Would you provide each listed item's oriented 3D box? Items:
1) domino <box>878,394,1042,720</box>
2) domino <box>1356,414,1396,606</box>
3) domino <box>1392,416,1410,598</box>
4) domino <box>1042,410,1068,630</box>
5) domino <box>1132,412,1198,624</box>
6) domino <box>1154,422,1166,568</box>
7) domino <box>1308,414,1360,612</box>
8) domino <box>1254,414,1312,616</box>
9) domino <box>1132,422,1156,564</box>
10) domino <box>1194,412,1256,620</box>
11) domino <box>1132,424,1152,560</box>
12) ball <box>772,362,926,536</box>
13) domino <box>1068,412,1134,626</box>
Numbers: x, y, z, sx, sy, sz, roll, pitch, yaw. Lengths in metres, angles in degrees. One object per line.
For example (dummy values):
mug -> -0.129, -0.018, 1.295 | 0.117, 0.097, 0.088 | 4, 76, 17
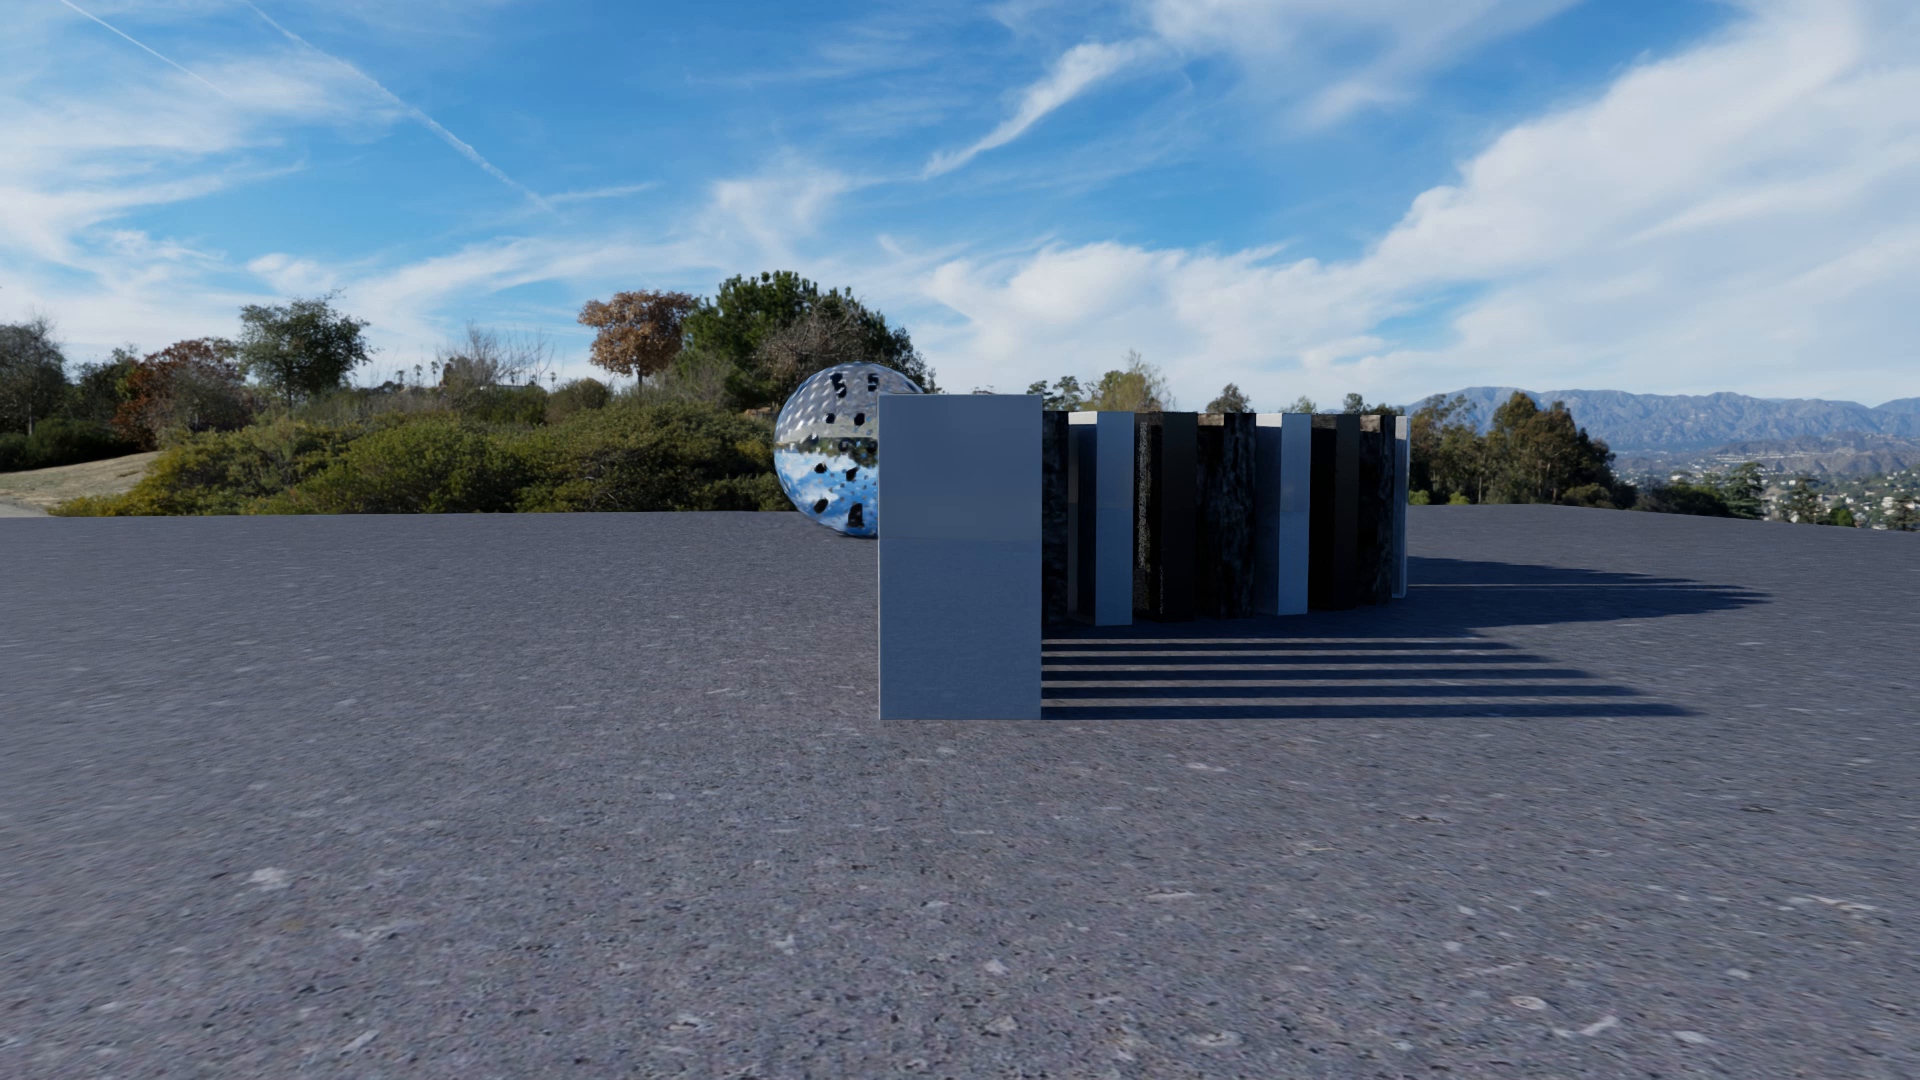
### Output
domino -> 0.000, 0.002, 0.201 | 0.025, 0.050, 0.009 | 0, 4, 0
domino -> 0.104, -0.009, 0.348 | 0.025, 0.050, 0.009 | 4, 6, 43
domino -> 0.113, -0.010, 0.362 | 0.025, 0.050, 0.009 | 2, 5, 24
domino -> 0.017, -0.005, 0.306 | 0.009, 0.050, 0.025 | -1, 4, -18
domino -> 0.047, -0.006, 0.316 | 0.009, 0.050, 0.025 | -2, 5, -21
domino -> 0.080, -0.016, 0.449 | 0.025, 0.050, 0.009 | -3, 6, -39
domino -> 0.091, -0.008, 0.338 | 0.009, 0.050, 0.025 | -3, 5, -35
domino -> 0.077, -0.007, 0.329 | 0.009, 0.050, 0.025 | -2, 5, -27
domino -> 0.070, -0.017, 0.461 | 0.025, 0.050, 0.009 | -4, 6, -41
domino -> 0.063, -0.007, 0.322 | 0.009, 0.050, 0.025 | -2, 5, -23
domino -> 0.059, -0.018, 0.474 | 0.025, 0.050, 0.009 | -4, 6, -42
ball -> -0.046, -0.042, 0.593 | 0.080, 0.080, 0.080 | 0, 4, 0
domino -> 0.032, -0.006, 0.311 | 0.009, 0.050, 0.025 | -1, 5, -19
